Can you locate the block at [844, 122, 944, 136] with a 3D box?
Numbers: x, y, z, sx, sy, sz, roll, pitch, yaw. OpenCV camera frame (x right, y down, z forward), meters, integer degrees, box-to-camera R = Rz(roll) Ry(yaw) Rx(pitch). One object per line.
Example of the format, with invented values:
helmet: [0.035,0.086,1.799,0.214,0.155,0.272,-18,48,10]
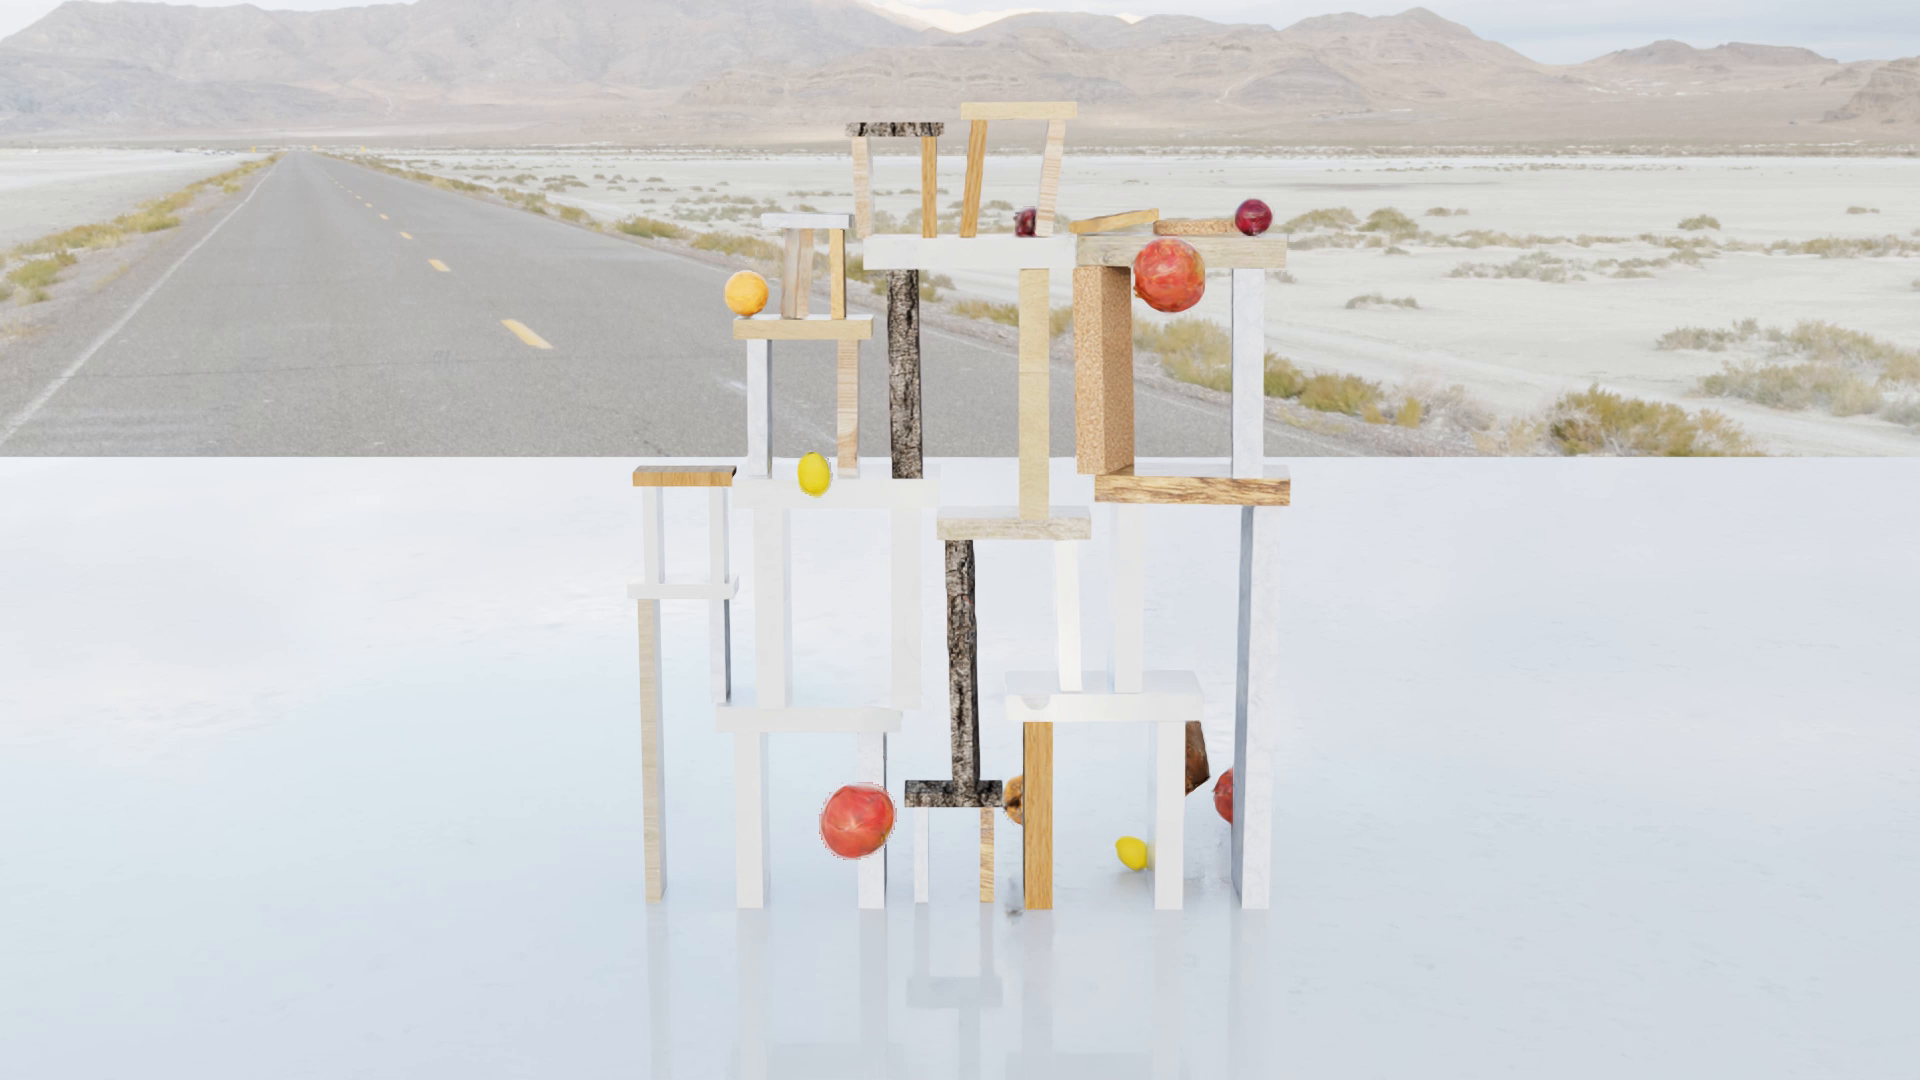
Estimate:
block: [-0.102,-0.643,3.444,0.155,0.022,0.077,0,11,0]

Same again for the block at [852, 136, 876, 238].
block: [-0.151,-0.555,3.460,0.022,0.155,0.077,-2,11,4]

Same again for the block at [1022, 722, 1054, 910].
block: [0.128,0.433,3.643,0.045,0.317,0.158,0,10,0]

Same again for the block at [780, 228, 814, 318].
block: [-0.259,-0.425,3.488,0.020,0.141,0.071,1,9,-27]

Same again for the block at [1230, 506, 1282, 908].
block: [0.485,0.260,3.613,0.044,0.669,0.154,0,11,0]

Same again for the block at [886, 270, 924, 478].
block: [-0.087,-0.272,3.509,0.046,0.327,0.163,-1,11,0]

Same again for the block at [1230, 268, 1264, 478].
block: [0.456,-0.271,3.499,0.046,0.327,0.163,0,10,5]

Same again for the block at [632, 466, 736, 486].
block: [-0.442,-0.103,3.535,0.158,0.022,0.079,0,11,0]

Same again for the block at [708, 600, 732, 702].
block: [-0.391,0.171,3.589,0.024,0.172,0.086,0,10,0]

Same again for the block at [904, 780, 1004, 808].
block: [-0.010,0.419,3.636,0.162,0.023,0.081,0,10,0]

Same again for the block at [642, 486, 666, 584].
block: [-0.495,-0.014,3.552,0.022,0.158,0.079,0,11,0]

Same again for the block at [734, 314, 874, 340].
block: [-0.247,-0.340,3.503,0.215,0.030,0.108,0,10,0]

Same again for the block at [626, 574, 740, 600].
block: [-0.449,0.075,3.571,0.172,0.024,0.086,0,11,0]

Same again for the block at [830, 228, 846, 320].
block: [-0.193,-0.423,3.480,0.020,0.141,0.071,0,10,1]

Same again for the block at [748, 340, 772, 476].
block: [-0.320,-0.218,3.525,0.030,0.215,0.108,1,10,-1]

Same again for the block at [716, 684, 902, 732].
block: [-0.245,0.276,3.615,0.298,0.042,0.149,0,11,0]

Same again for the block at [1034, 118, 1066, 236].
block: [0.141,-0.570,3.455,0.025,0.179,0.090,7,11,-1]

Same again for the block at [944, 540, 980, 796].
block: [0.005,0.198,3.601,0.035,0.424,0.124,-1,10,6]

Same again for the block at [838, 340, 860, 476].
block: [-0.178,-0.218,3.523,0.030,0.215,0.108,1,10,0]

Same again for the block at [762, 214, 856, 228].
block: [-0.235,-0.505,3.476,0.141,0.020,0.071,3,10,12]

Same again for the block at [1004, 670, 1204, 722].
block: [0.233,0.255,3.612,0.317,0.045,0.158,0,10,-1]

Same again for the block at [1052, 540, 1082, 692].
block: [0.173,0.111,3.582,0.035,0.247,0.124,-2,10,0]

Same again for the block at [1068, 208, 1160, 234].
block: [0.248,-0.513,3.536,0.135,0.019,0.068,-16,12,-36]

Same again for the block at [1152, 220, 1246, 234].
block: [0.385,-0.505,3.542,0.135,0.019,0.068,-5,11,-22]

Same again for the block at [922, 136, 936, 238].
block: [-0.048,-0.556,3.459,0.022,0.155,0.077,0,11,0]

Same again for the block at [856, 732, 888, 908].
block: [-0.145,0.443,3.646,0.042,0.298,0.149,0,11,0]

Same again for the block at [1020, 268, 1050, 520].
block: [0.119,-0.241,3.523,0.046,0.396,0.163,0,10,2]

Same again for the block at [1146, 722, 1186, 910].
block: [0.340,0.433,3.644,0.045,0.317,0.158,0,10,0]

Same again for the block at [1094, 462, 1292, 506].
block: [0.375,-0.091,3.547,0.308,0.044,0.154,1,10,6]

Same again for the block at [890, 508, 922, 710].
block: [-0.086,0.096,3.572,0.046,0.327,0.163,0,11,0]

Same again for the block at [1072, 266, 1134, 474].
block: [0.232,-0.277,3.528,0.046,0.327,0.163,2,10,21]

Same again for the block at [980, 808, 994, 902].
block: [0.044,0.511,3.652,0.023,0.162,0.081,0,10,0]

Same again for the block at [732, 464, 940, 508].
block: [-0.195,-0.087,3.538,0.327,0.046,0.163,0,11,0]

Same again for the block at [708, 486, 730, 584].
block: [-0.389,-0.014,3.552,0.022,0.158,0.079,0,11,0]

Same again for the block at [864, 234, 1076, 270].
block: [0.015,-0.457,3.475,0.327,0.046,0.163,0,10,0]

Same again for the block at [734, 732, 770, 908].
block: [-0.344,0.443,3.646,0.042,0.298,0.149,0,11,0]

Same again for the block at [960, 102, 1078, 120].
block: [0.091,-0.671,3.436,0.179,0.025,0.090,0,11,0]

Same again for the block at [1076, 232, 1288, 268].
block: [0.356,-0.463,3.503,0.327,0.046,0.163,2,10,9]

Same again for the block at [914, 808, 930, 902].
block: [-0.063,0.510,3.652,0.023,0.162,0.081,0,10,0]

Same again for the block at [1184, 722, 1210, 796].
block: [0.419,0.392,4.021,0.067,0.135,0.019,-29,29,-32]

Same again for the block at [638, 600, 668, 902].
block: [-0.506,0.339,3.620,0.024,0.512,0.086,0,11,0]

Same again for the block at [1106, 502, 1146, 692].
block: [0.270,0.080,3.587,0.044,0.308,0.154,0,10,-1]

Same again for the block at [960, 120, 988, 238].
block: [0.022,-0.569,3.456,0.025,0.179,0.090,6,11,-1]

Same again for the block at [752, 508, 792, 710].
block: [-0.303,0.096,3.572,0.046,0.327,0.163,0,11,0]

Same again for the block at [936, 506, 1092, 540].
block: [0.086,-0.028,3.558,0.248,0.035,0.124,0,10,0]
